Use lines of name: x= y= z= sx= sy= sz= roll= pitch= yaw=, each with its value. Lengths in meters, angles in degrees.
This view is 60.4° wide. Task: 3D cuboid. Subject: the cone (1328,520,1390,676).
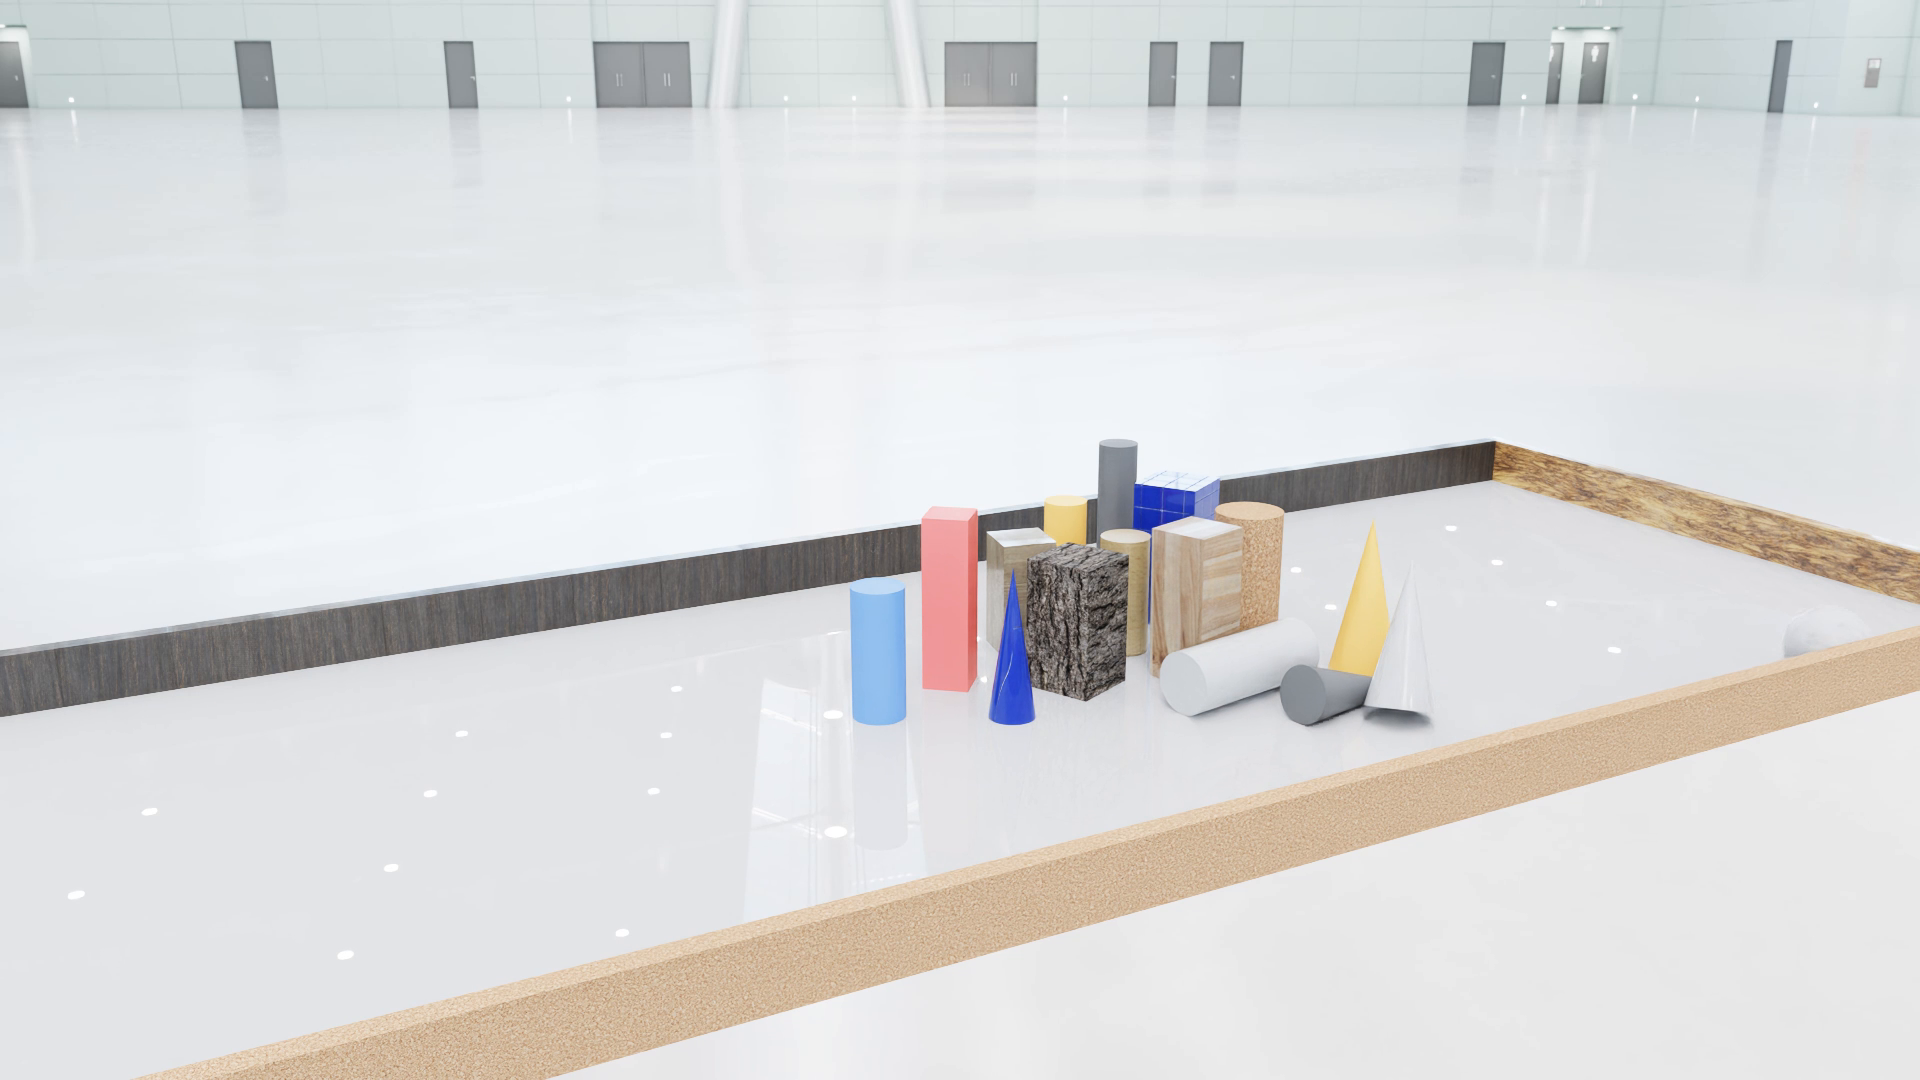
cone: x=1.027 y=0.140 z=4.152 sx=0.175 sy=0.409 sz=0.175 roll=0 pitch=16 yaw=0

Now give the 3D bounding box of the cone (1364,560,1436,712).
cone: x=1.056 y=0.221 z=3.904 sx=0.167 sy=0.358 sz=0.167 roll=6 pitch=-3 yaw=0

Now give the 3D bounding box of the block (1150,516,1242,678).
block: x=0.591 y=0.156 z=4.136 sx=0.159 sy=0.386 sz=0.159 roll=-16 pitch=21 yaw=-43

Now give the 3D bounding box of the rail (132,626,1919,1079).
rail: x=-2.336 y=1.006 z=1.665 sx=12.000 sy=0.150 sz=0.050 roll=-9 pitch=18 yaw=-27

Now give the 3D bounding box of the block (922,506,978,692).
block: x=-0.025 y=0.146 z=4.077 sx=0.116 sy=0.440 sz=0.116 roll=3 pitch=17 yaw=12

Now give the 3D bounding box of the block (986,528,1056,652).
block: x=0.160 y=0.137 z=4.349 sx=0.144 sy=0.303 sz=0.144 roll=-5 pitch=17 yaw=-16

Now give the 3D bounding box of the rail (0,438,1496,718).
rail: x=-3.305 y=0.497 z=3.399 sx=12.000 sy=0.150 sz=0.050 roll=-9 pitch=18 yaw=-27

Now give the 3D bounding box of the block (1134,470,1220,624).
block: x=0.594 y=0.027 z=4.563 sx=0.177 sy=0.395 sz=0.177 roll=9 pitch=19 yaw=29

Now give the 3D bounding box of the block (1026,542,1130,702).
block: x=0.290 y=0.199 z=4.089 sx=0.180 sy=0.331 sz=0.180 roll=12 pitch=20 yaw=36

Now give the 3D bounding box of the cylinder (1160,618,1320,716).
cylinder: x=0.688 y=0.306 z=4.035 sx=0.401 sy=0.156 sz=0.156 roll=-13 pitch=21 yaw=-36

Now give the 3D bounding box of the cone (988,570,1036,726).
cone: x=0.124 y=0.241 z=3.876 sx=0.116 sy=0.370 sz=0.116 roll=0 pitch=16 yaw=0

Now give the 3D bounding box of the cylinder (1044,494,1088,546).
cylinder: x=0.290 y=0.054 z=4.567 sx=0.117 sy=0.340 sz=0.117 roll=0 pitch=16 yaw=0

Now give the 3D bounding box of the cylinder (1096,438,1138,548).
cylinder: x=0.456 y=-0.068 z=4.804 sx=0.113 sy=0.440 sz=0.113 roll=0 pitch=16 yaw=0

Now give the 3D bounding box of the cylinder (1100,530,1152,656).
cylinder: x=0.431 y=0.139 z=4.332 sx=0.131 sy=0.311 sz=0.131 roll=0 pitch=16 yaw=0

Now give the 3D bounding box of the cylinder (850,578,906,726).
cylinder: x=-0.192 y=0.262 z=3.889 sx=0.130 sy=0.324 sz=0.130 roll=0 pitch=16 yaw=0

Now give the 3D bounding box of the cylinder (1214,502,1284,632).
cylinder: x=0.746 y=0.108 z=4.305 sx=0.176 sy=0.384 sz=0.176 roll=0 pitch=16 yaw=0

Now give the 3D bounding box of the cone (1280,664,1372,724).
cone: x=0.973 y=0.362 z=4.001 sx=0.423 sy=0.141 sz=0.141 roll=0 pitch=13 yaw=-37

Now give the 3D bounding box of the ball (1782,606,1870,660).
ball: x=2.155 y=0.264 z=4.105 sx=0.198 sy=0.198 sz=0.198 roll=0 pitch=16 yaw=0

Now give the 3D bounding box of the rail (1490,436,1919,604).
rail: x=2.466 y=-0.048 z=5.253 sx=0.050 sy=0.150 sz=2.100 roll=-9 pitch=18 yaw=-27
